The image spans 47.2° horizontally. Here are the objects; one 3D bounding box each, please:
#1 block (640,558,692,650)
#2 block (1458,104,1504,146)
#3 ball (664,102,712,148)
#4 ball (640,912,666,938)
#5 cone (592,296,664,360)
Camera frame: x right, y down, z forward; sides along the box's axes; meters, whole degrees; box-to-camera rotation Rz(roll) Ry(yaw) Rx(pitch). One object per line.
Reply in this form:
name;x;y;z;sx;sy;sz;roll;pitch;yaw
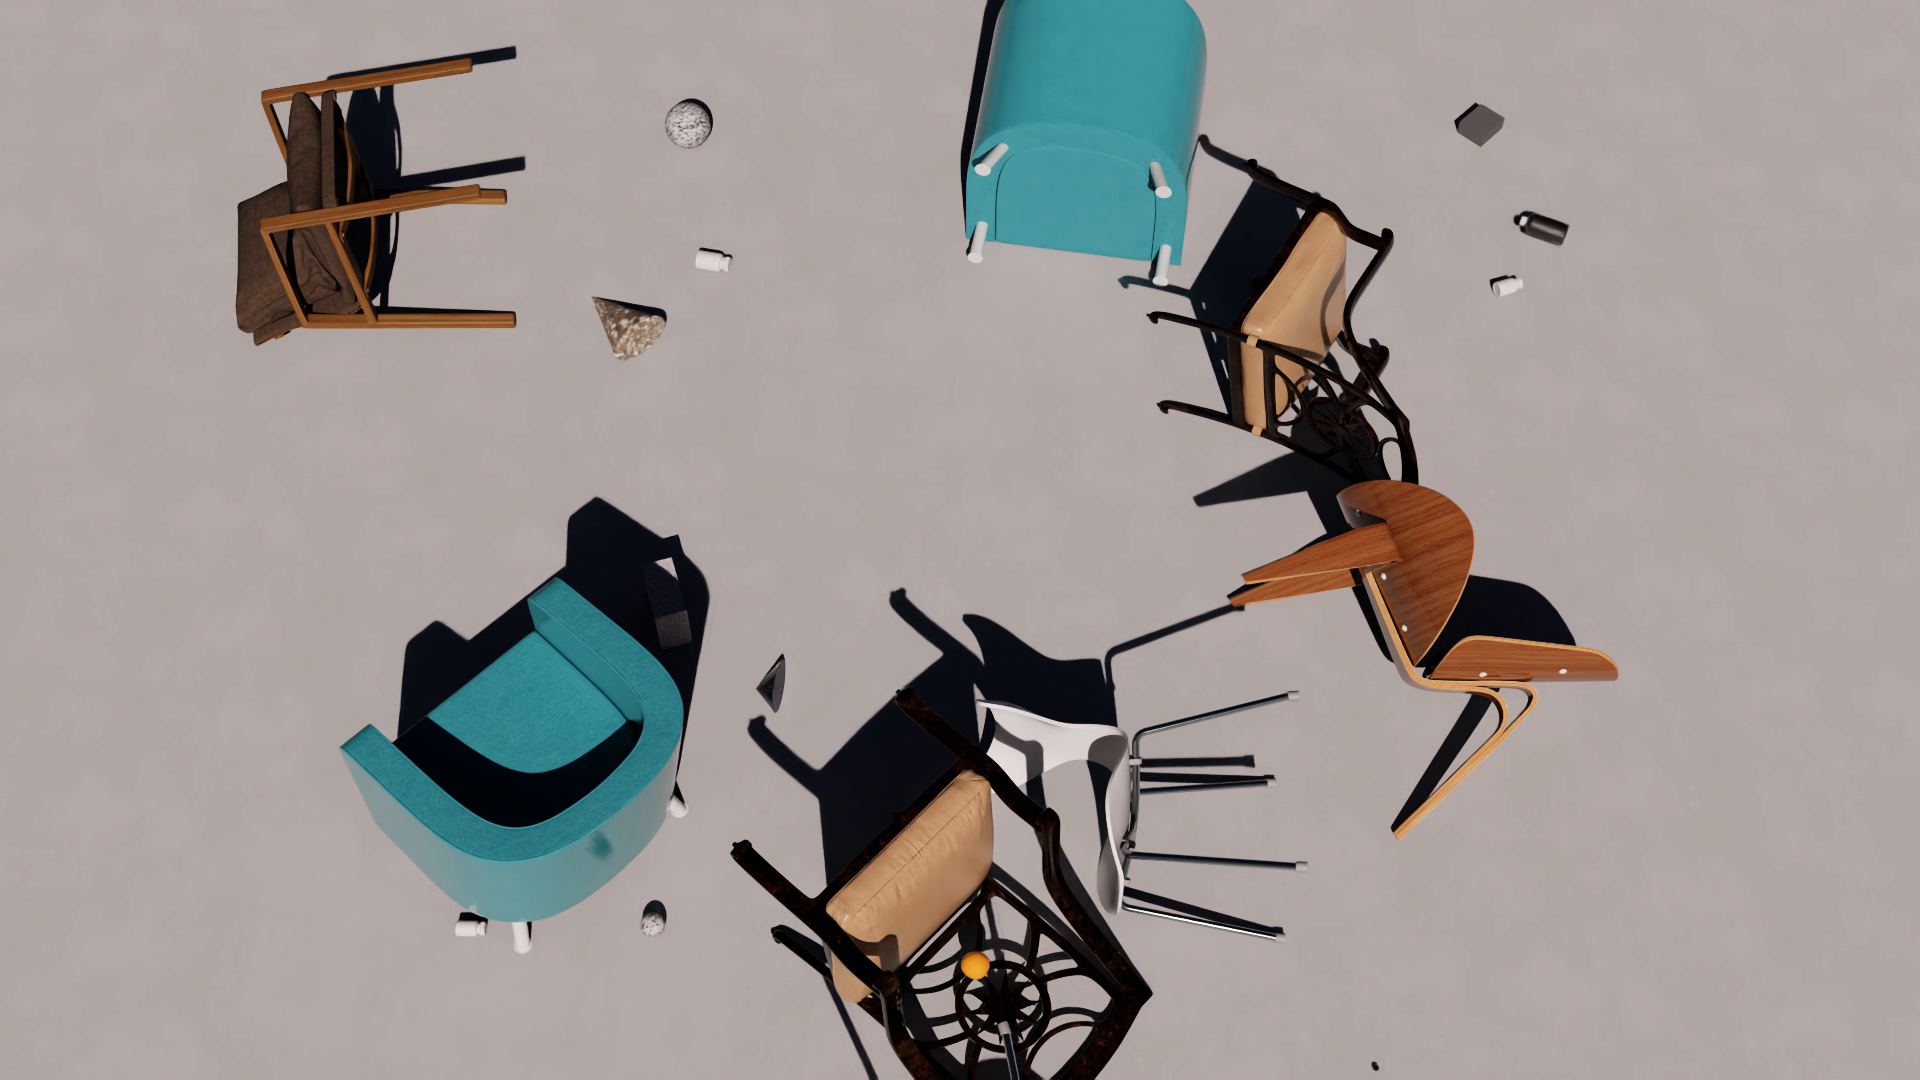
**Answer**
block;-0.847;0.184;6.345;0.093;0.175;0.187;-15;57;-10
block;1.775;-1.413;7.492;0.099;0.050;0.121;39;64;23
ball;-0.918;-1.400;7.420;0.155;0.155;0.155;0;56;0
ball;-0.817;1.022;5.848;0.066;0.066;0.066;0;56;0
cone;-1.100;-0.713;7.017;0.195;0.118;0.295;-40;53;-14
